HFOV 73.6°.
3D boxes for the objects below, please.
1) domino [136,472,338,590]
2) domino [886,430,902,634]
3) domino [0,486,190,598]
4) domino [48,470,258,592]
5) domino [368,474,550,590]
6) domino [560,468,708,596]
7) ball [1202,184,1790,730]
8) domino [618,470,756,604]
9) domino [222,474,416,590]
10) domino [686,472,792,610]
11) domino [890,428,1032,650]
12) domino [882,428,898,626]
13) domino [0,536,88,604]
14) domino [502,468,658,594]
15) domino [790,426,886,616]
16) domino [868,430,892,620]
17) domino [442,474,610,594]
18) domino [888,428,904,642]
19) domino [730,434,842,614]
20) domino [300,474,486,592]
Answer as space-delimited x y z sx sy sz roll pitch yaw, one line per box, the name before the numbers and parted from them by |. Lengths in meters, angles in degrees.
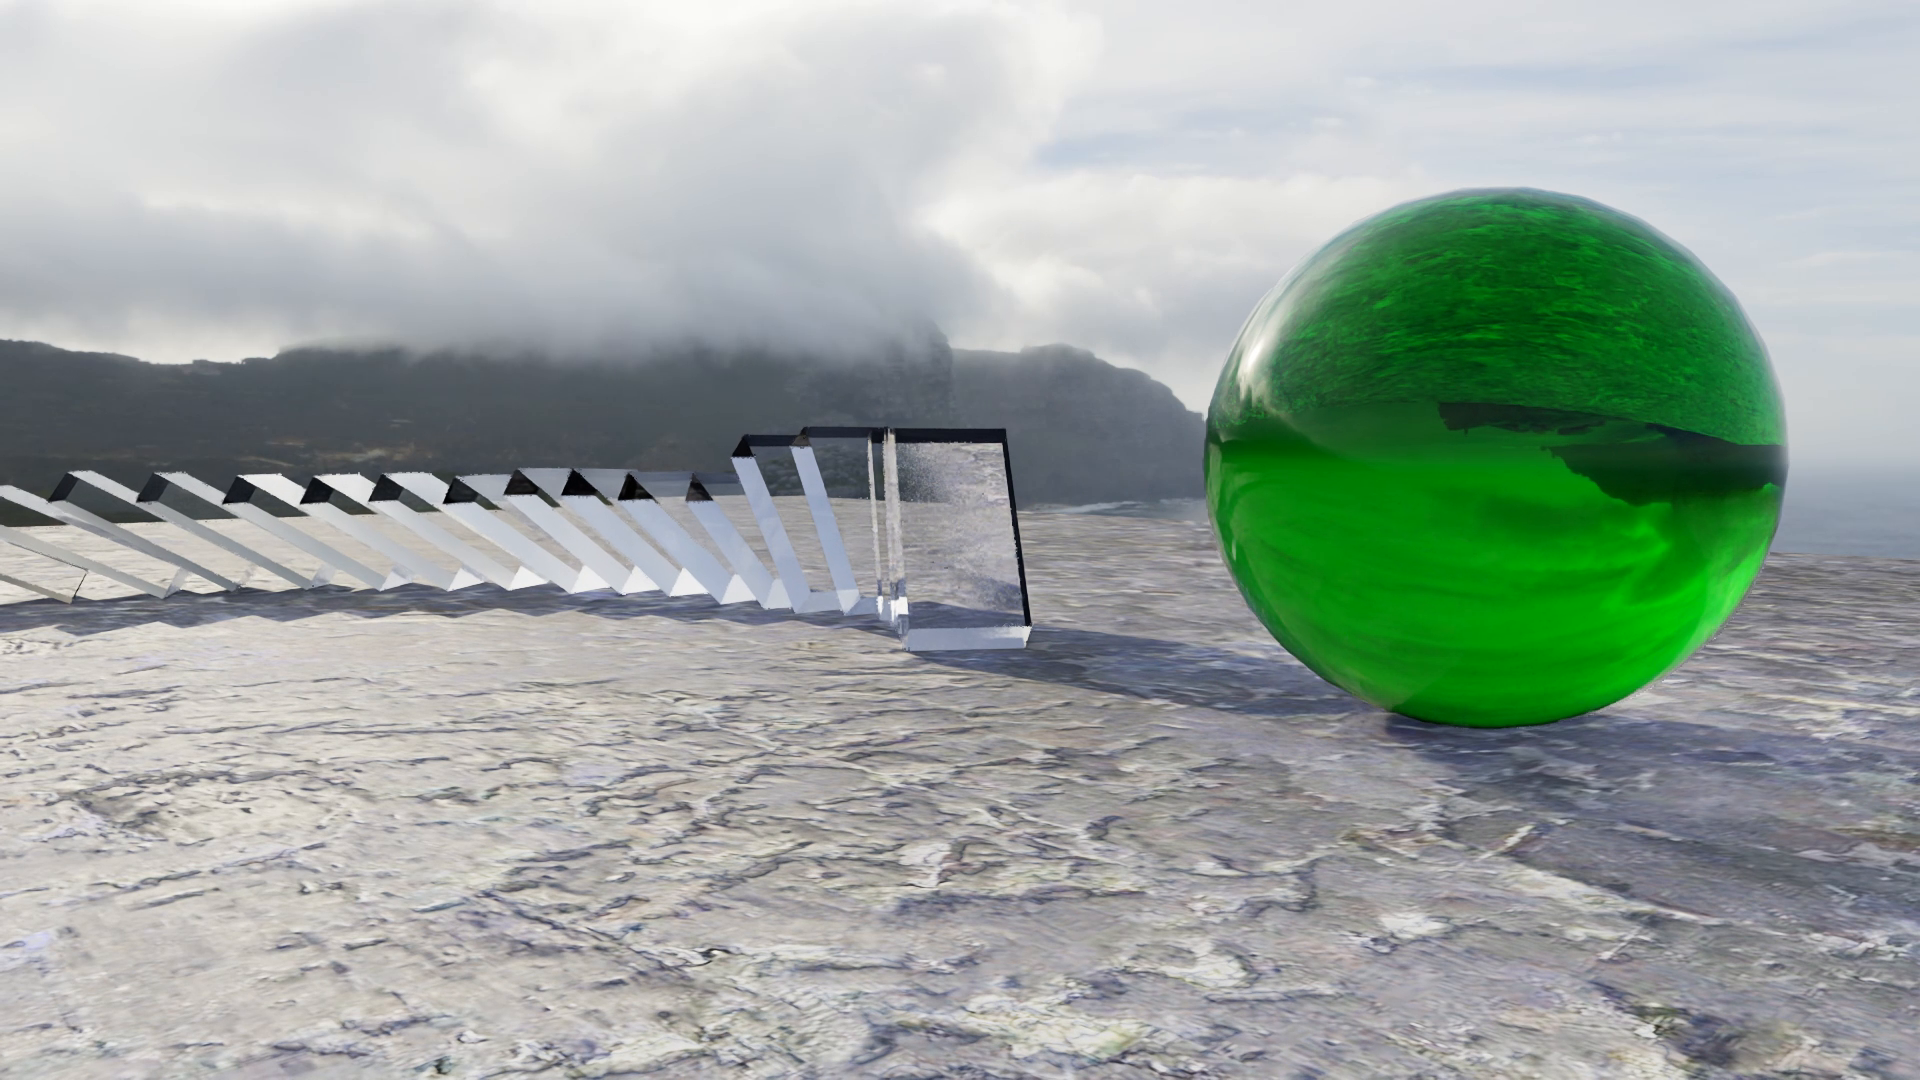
domino | -0.208 -0.003 0.374 0.050 0.010 0.025 31 -5 -12
domino | -0.003 -0.003 0.298 0.025 0.050 0.010 0 -32 -8
domino | -0.243 0.000 0.356 0.050 0.010 0.025 27 -6 -21
domino | -0.227 -0.003 0.364 0.050 0.010 0.025 32 -8 -20
domino | -0.147 -0.003 0.383 0.050 0.009 0.025 31 7 5
domino | -0.089 -0.003 0.371 0.050 0.009 0.025 38 20 24
ball | 0.077 -0.012 0.193 0.080 0.080 0.080 0 4 0
domino | -0.071 -0.002 0.361 0.050 0.009 0.025 40 26 28
domino | -0.187 -0.003 0.380 0.050 0.010 0.025 30 1 -5
domino | -0.053 -0.001 0.350 0.025 0.010 0.050 -3 37 -39
domino | -0.001 -0.001 0.275 0.025 0.050 0.010 -1 -32 -9
domino | -0.005 -0.004 0.310 0.025 0.050 0.010 0 -32 -8
domino | -0.260 0.002 0.339 0.050 0.010 0.025 28 -12 -31
domino | -0.107 -0.003 0.377 0.050 0.010 0.025 36 16 18
domino | -0.024 -0.006 0.331 0.025 0.050 0.010 -3 -28 -35
domino | -0.009 -0.005 0.321 0.025 0.050 0.010 -1 -32 -9
domino | -0.125 -0.003 0.381 0.050 0.010 0.025 32 13 13
domino | -0.002 -0.002 0.287 0.025 0.050 0.010 -1 -32 -9
domino | -0.039 -0.005 0.337 0.025 0.050 0.010 -4 -33 -39
domino | -0.167 -0.003 0.383 0.050 0.010 0.025 30 5 0
